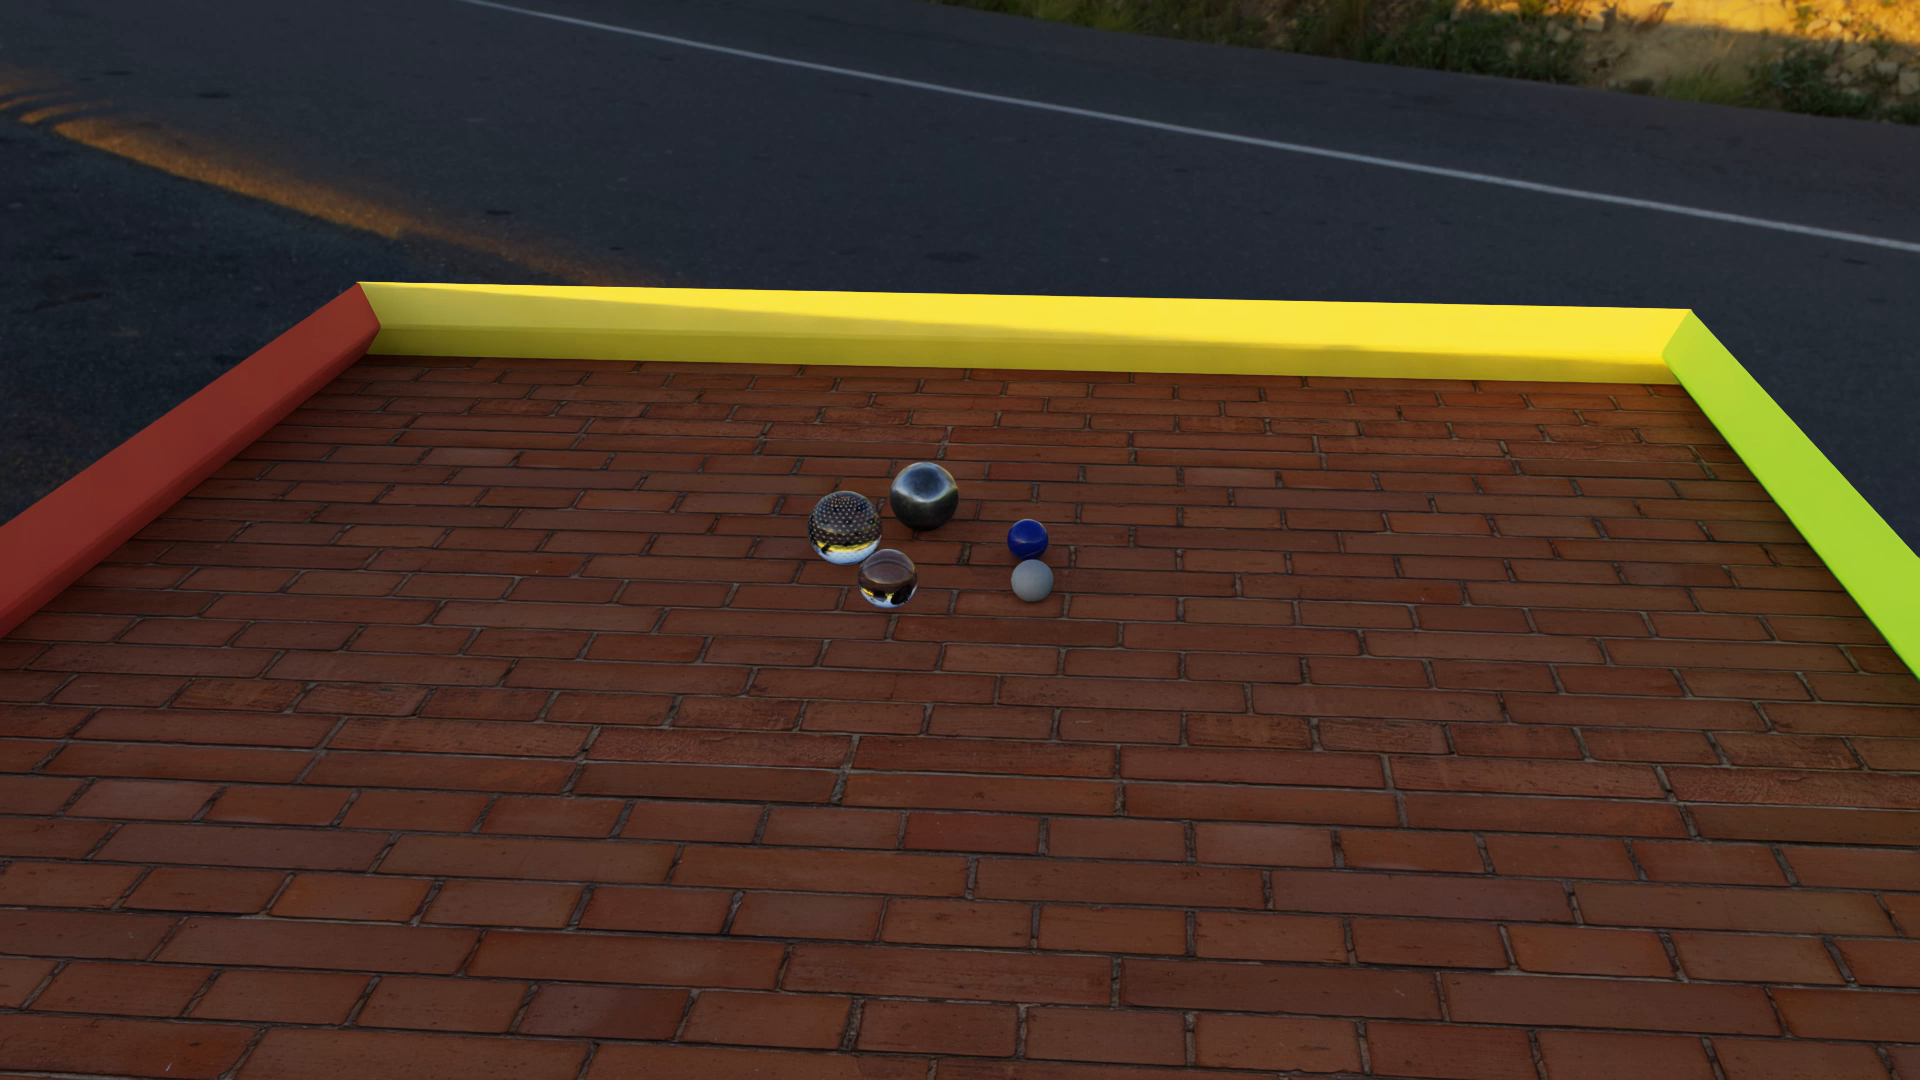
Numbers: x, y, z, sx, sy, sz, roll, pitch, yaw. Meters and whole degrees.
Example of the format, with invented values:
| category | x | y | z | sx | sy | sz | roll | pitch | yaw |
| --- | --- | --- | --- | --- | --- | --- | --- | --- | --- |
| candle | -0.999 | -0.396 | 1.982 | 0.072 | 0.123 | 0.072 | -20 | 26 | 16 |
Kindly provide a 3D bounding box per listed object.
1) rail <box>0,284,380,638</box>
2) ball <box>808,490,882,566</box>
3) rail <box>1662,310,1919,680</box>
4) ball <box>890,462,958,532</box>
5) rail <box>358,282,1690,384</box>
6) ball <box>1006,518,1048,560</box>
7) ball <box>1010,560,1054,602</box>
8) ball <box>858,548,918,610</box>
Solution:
| category | x | y | z | sx | sy | sz | roll | pitch | yaw |
| --- | --- | --- | --- | --- | --- | --- | --- | --- | --- |
| rail | -1.041 | 0.239 | 1.797 | 0.045 | 0.112 | 3.378 | 2 | 20 | 5 |
| ball | -0.132 | -0.014 | 2.526 | 0.086 | 0.086 | 0.086 | 0 | 20 | 0 |
| rail | 0.897 | 0.296 | 1.641 | 0.045 | 0.112 | 3.378 | 2 | 20 | 5 |
| ball | -0.043 | -0.052 | 2.635 | 0.083 | 0.083 | 0.083 | 0 | 20 | 0 |
| rail | 0.070 | -0.304 | 3.277 | 1.992 | 0.112 | 0.045 | 2 | 20 | 5 |
| ball | 0.078 | 0.000 | 2.543 | 0.048 | 0.048 | 0.048 | 0 | 20 | 0 |
| ball | 0.080 | 0.045 | 2.423 | 0.047 | 0.047 | 0.047 | 0 | 20 | 0 |
| ball | -0.079 | 0.042 | 2.403 | 0.066 | 0.066 | 0.066 | 0 | 20 | 0 |
